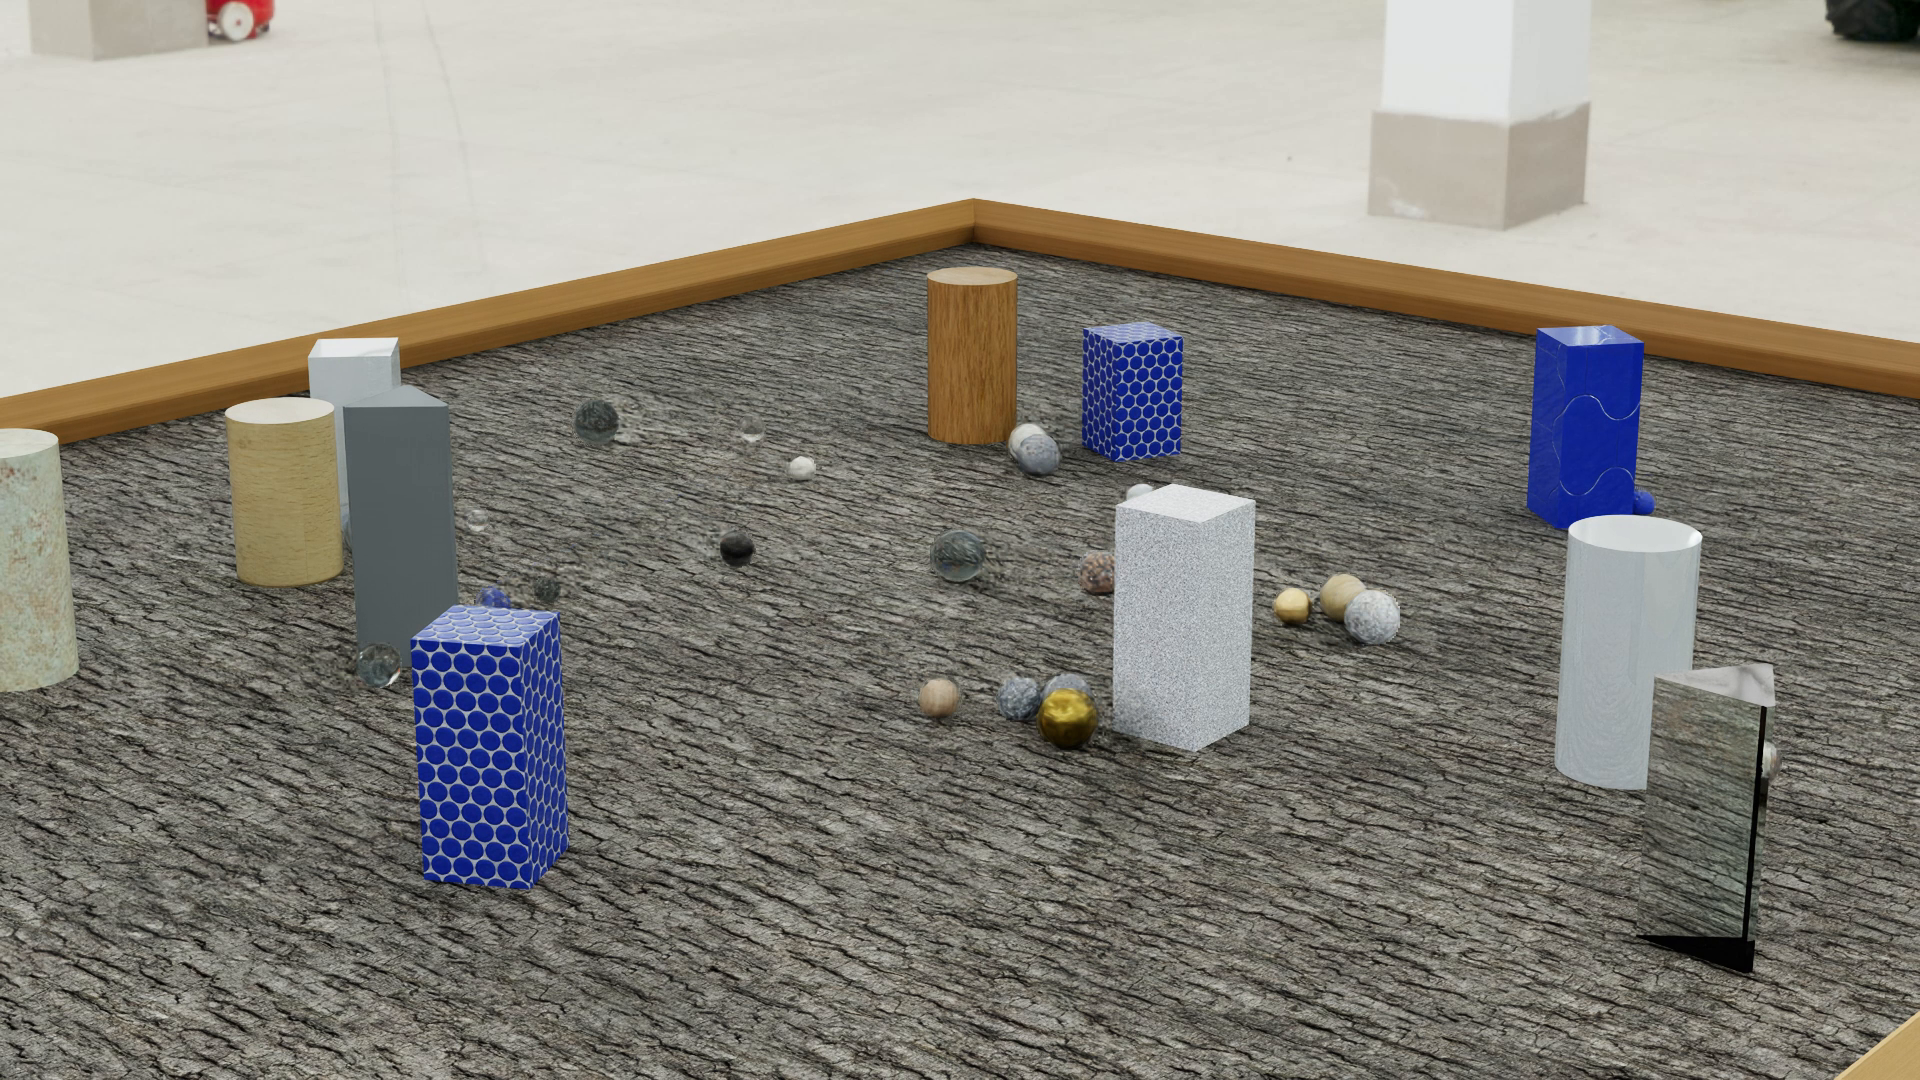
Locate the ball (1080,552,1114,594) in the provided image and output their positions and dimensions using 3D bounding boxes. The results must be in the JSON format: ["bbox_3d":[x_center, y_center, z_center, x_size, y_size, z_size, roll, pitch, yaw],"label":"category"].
[{"bbox_3d":[0.246,0.058,5.116,0.075,0.075,0.075,0,17,0],"label":"ball"}]

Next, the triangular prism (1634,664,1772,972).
[{"bbox_3d":[0.973,0.340,3.703,0.163,0.353,0.141,16,23,42],"label":"triangular prism"}]

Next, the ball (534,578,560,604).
[{"bbox_3d":[-0.715,0.087,5.072,0.045,0.045,0.045,0,17,0],"label":"ball"}]

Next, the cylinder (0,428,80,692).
[{"bbox_3d":[-1.519,0.031,4.676,0.188,0.381,0.188,0,17,0],"label":"cylinder"}]

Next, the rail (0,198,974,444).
[{"bbox_3d":[-1.542,-0.357,6.402,0.045,0.122,4.869,14,22,39],"label":"rail"}]

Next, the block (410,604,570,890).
[{"bbox_3d":[-0.628,0.276,3.936,0.150,0.340,0.150,4,17,12],"label":"block"}]

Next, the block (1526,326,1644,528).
[{"bbox_3d":[1.180,-0.215,5.540,0.150,0.351,0.150,-3,17,-11],"label":"block"}]

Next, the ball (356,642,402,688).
[{"bbox_3d":[-0.923,0.199,4.656,0.071,0.071,0.071,0,17,0],"label":"ball"}]

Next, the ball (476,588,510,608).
[{"bbox_3d":[-0.790,0.111,4.969,0.058,0.058,0.058,0,17,0],"label":"ball"}]

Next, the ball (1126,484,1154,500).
[{"bbox_3d":[0.346,-0.076,5.583,0.062,0.062,0.062,0,17,0],"label":"ball"}]

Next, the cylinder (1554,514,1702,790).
[{"bbox_3d":[0.973,0.162,4.279,0.188,0.359,0.188,0,17,0],"label":"cylinder"}]

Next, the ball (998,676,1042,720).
[{"bbox_3d":[0.094,0.244,4.511,0.067,0.067,0.067,0,17,0],"label":"ball"}]

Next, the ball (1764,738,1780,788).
[{"bbox_3d":[1.136,0.317,4.228,0.092,0.092,0.092,0,17,0],"label":"ball"}]

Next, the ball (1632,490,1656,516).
[{"bbox_3d":[1.297,-0.069,5.576,0.051,0.051,0.051,0,17,0],"label":"ball"}]

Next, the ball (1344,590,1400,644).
[{"bbox_3d":[0.682,0.128,4.859,0.090,0.090,0.090,0,17,0],"label":"ball"}]

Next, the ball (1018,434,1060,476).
[{"bbox_3d":[0.157,-0.169,5.850,0.085,0.085,0.085,0,17,0],"label":"ball"}]

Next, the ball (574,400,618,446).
[{"bbox_3d":[-0.755,-0.244,6.080,0.094,0.094,0.094,0,17,0],"label":"ball"}]

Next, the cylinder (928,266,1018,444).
[{"bbox_3d":[0.026,-0.387,6.136,0.188,0.337,0.188,0,17,0],"label":"cylinder"}]

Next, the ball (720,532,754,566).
[{"bbox_3d":[-0.401,0.016,5.274,0.063,0.063,0.063,0,17,0],"label":"ball"}]

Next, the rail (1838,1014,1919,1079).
[{"bbox_3d":[1.542,0.418,3.839,0.045,0.122,4.869,14,22,39],"label":"rail"}]

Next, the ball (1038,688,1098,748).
[{"bbox_3d":[0.162,0.266,4.398,0.091,0.091,0.091,0,17,0],"label":"ball"}]

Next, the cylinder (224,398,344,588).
[{"bbox_3d":[-1.197,-0.085,5.204,0.188,0.298,0.188,0,17,0],"label":"cylinder"}]

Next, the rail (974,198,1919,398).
[{"bbox_3d":[1.581,-0.496,6.863,4.132,0.122,0.045,14,22,39],"label":"rail"}]

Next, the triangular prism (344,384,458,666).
[{"bbox_3d":[-0.896,-0.024,4.765,0.163,0.435,0.141,-1,17,-2],"label":"triangular prism"}]

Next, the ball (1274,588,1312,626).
[{"bbox_3d":[0.564,0.113,4.954,0.063,0.063,0.063,0,17,0],"label":"ball"}]

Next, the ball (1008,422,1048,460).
[{"bbox_3d":[0.139,-0.197,5.946,0.082,0.082,0.082,0,17,0],"label":"ball"}]

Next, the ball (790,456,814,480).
[{"bbox_3d":[-0.314,-0.142,5.823,0.048,0.048,0.048,0,17,0],"label":"ball"}]

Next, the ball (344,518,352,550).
[{"bbox_3d":[-1.073,-0.012,5.322,0.089,0.089,0.089,0,17,0],"label":"ball"}]

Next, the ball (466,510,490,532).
[{"bbox_3d":[-0.902,-0.037,5.487,0.041,0.041,0.041,0,17,0],"label":"ball"}]

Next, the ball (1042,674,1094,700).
[{"bbox_3d":[0.165,0.245,4.490,0.079,0.079,0.079,0,17,0],"label":"ball"}]

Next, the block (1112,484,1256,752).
[{"bbox_3d":[0.338,0.115,4.437,0.150,0.357,0.150,13,21,36],"label":"block"}]

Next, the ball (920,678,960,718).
[{"bbox_3d":[-0.030,0.244,4.523,0.061,0.061,0.061,0,17,0],"label":"ball"}]

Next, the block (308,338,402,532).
[{"bbox_3d":[-1.131,-0.199,5.518,0.150,0.334,0.150,-1,17,-5],"label":"block"}]

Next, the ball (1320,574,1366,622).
[{"bbox_3d":[0.651,0.099,4.967,0.082,0.082,0.082,0,17,0],"label":"ball"}]

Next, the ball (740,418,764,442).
[{"bbox_3d":[-0.433,-0.231,6.112,0.051,0.051,0.051,0,17,0],"label":"ball"}]

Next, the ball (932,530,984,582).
[{"bbox_3d":[-0.003,0.028,5.186,0.092,0.092,0.092,0,17,0],"label":"ball"}]

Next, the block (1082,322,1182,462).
[{"bbox_3d":[0.353,-0.306,6.022,0.150,0.247,0.150,-8,18,-24],"label":"block"}]
